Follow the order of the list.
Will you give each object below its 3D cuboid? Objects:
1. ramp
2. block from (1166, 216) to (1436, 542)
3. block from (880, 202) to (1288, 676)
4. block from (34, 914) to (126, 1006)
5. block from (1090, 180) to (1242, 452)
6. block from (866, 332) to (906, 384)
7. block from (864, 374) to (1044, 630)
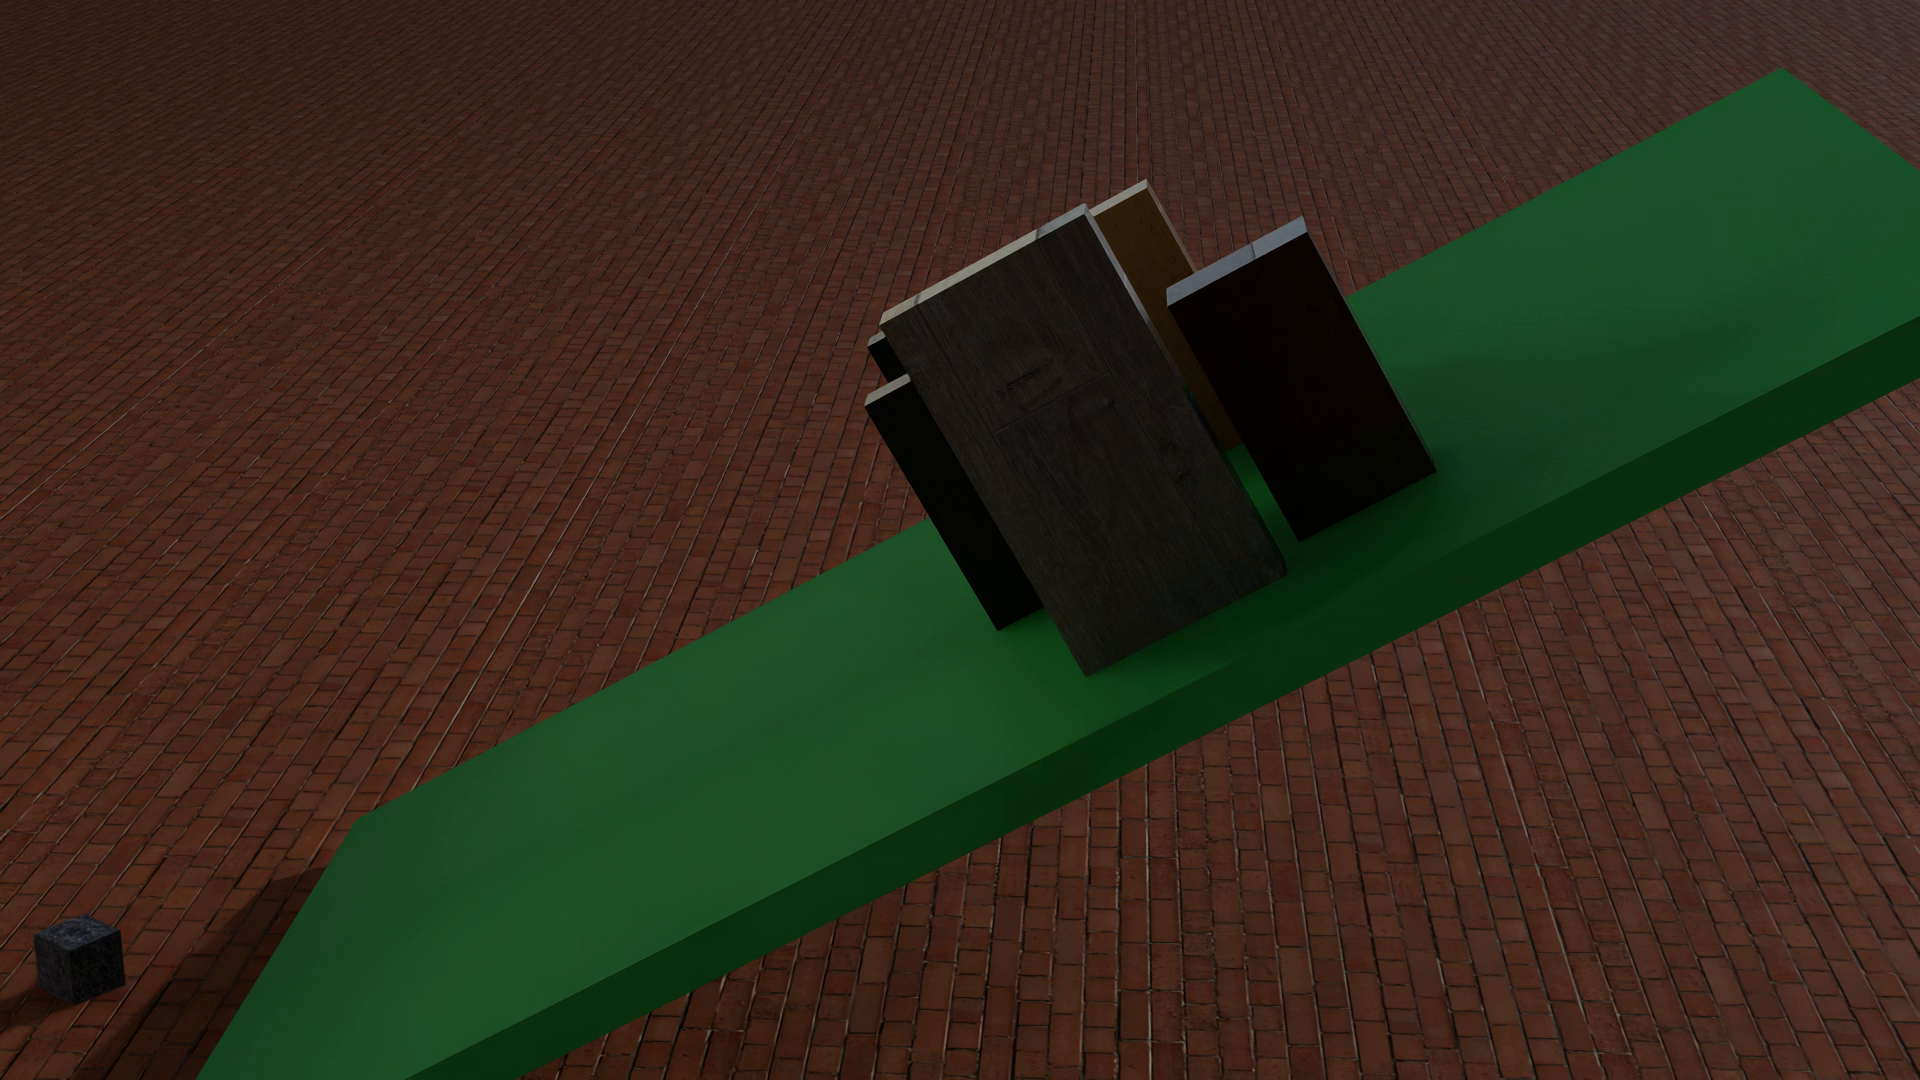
[{"bbox_3d":[0.142,0.167,6.283,4.000,0.100,2.000,-28,15,12],"label":"ramp"},{"bbox_3d":[0.648,-0.305,5.594,0.293,0.528,0.145,-28,15,12],"label":"block"},{"bbox_3d":[0.234,-0.179,5.479,0.429,0.783,0.097,-28,15,12],"label":"block"},{"bbox_3d":[-2.062,0.982,6.888,0.141,0.141,0.141,15,23,38],"label":"block"},{"bbox_3d":[0.386,-0.431,6.407,0.371,0.596,0.098,-28,15,12],"label":"block"},{"bbox_3d":[0.078,-0.344,6.926,0.389,0.500,0.089,-28,15,12],"label":"block"},{"bbox_3d":[0.129,-0.153,6.066,0.427,0.554,0.092,-28,15,12],"label":"block"}]
